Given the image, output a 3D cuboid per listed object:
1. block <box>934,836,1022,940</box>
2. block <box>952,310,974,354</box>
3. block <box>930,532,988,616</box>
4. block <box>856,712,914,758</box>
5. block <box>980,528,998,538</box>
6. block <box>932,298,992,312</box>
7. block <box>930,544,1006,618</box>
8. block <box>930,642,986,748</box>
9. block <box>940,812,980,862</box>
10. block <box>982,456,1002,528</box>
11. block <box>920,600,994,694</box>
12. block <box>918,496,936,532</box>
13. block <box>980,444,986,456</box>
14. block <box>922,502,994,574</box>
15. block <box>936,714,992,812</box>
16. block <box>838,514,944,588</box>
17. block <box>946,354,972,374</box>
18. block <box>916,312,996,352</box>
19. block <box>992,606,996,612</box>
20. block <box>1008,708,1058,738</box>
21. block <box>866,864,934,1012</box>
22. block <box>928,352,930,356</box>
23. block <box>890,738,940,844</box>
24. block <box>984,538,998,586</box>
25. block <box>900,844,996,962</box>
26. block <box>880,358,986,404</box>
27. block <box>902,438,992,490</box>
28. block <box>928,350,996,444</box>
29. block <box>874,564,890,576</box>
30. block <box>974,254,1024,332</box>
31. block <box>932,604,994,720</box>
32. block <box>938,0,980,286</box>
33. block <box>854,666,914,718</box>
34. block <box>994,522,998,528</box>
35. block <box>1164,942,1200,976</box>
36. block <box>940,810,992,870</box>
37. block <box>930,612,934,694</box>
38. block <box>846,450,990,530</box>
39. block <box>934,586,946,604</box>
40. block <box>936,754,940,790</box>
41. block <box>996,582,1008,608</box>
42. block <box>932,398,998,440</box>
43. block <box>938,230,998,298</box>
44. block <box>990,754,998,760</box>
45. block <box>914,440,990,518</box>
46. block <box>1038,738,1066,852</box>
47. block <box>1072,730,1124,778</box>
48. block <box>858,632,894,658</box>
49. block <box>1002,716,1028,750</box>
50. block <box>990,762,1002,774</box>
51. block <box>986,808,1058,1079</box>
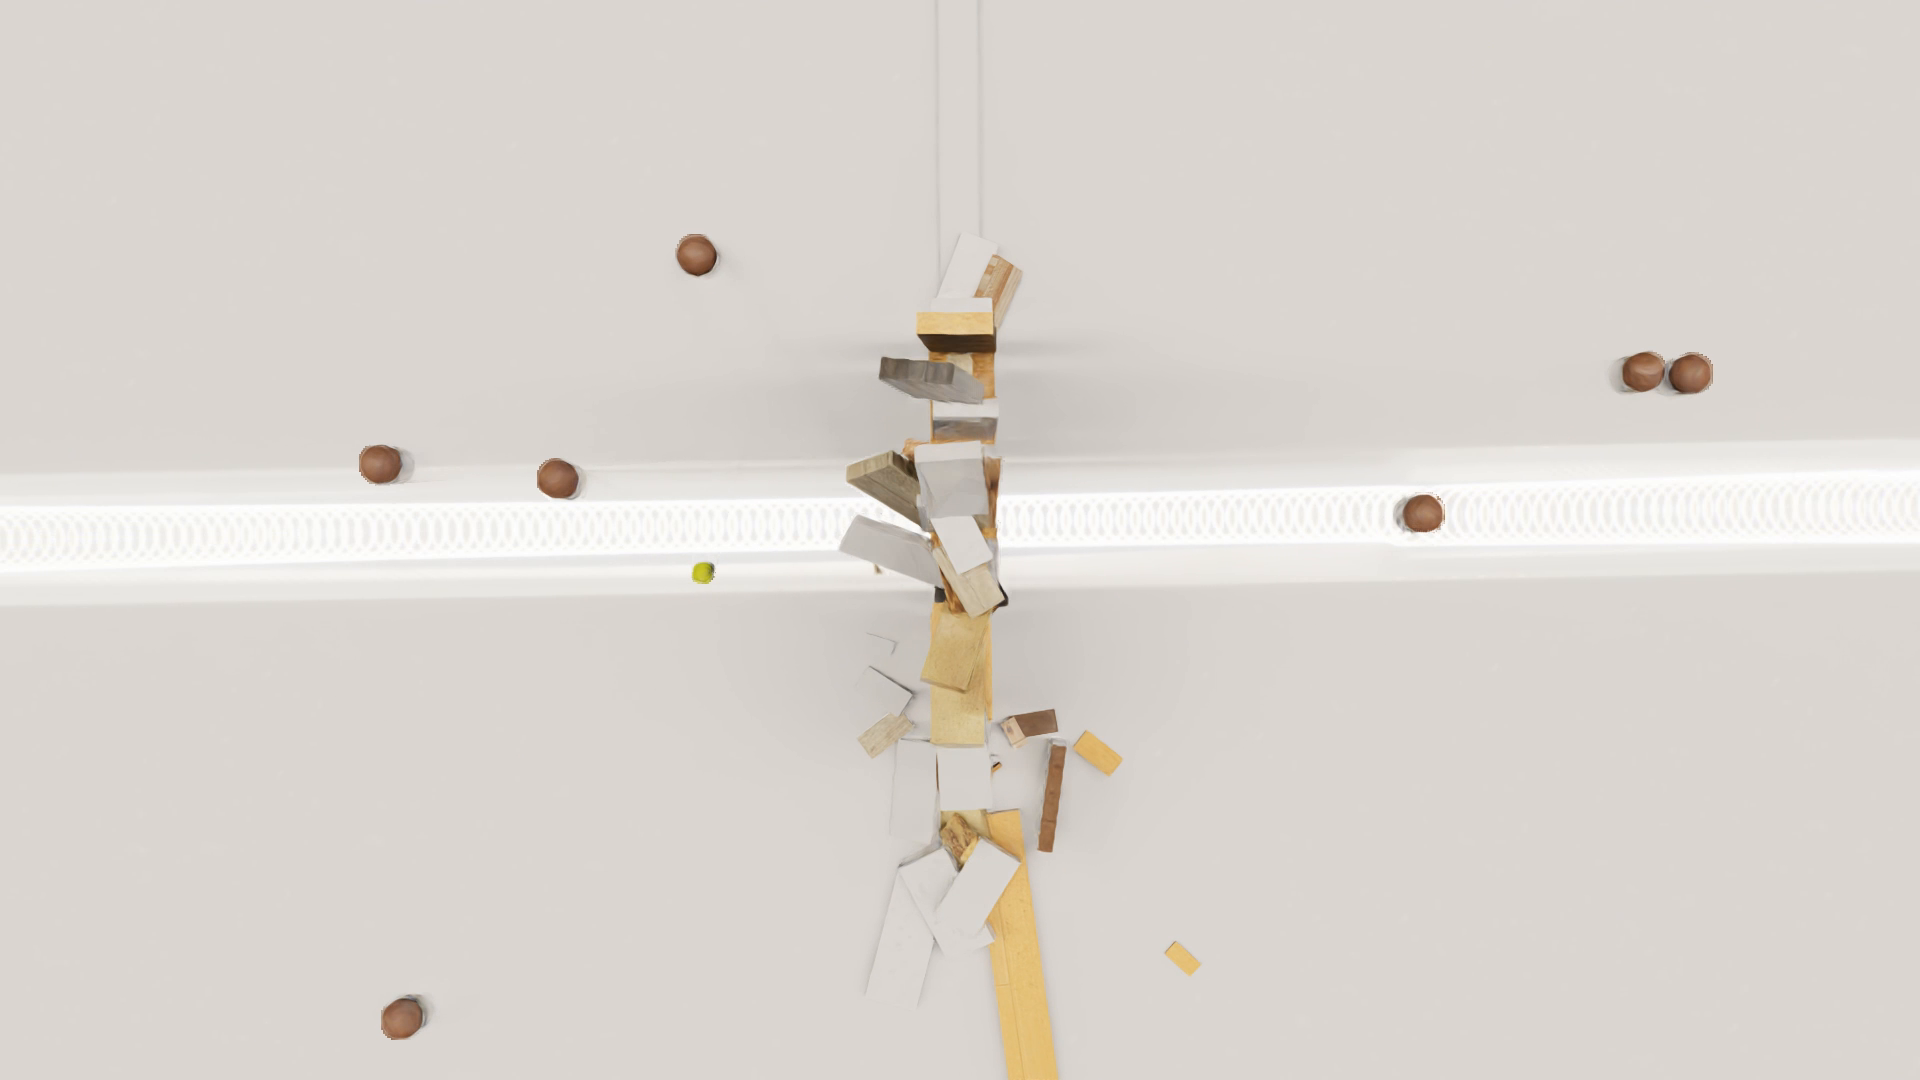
[{"bbox_3d":[0.058,1.124,5.339,0.149,0.042,0.298,32,98,5],"label":"block"},{"bbox_3d":[0.006,-0.534,4.238,0.054,0.015,0.109,1,93,1],"label":"block"},{"bbox_3d":[0.007,0.078,4.746,0.134,0.038,0.268,-14,58,-3],"label":"block"},{"bbox_3d":[-0.248,0.641,5.488,0.176,0.025,0.088,-37,90,0],"label":"block"},{"bbox_3d":[0.057,0.042,4.958,0.090,0.026,0.181,6,125,-1],"label":"block"},{"bbox_3d":[0.005,-0.524,4.774,0.174,0.049,0.348,0,90,0],"label":"block"},{"bbox_3d":[0.021,0.099,4.620,0.111,0.031,0.221,-31,97,-3],"label":"block"},{"bbox_3d":[-0.004,0.437,4.664,0.149,0.042,0.298,1,67,1],"label":"block"},{"bbox_3d":[0.000,0.960,5.336,0.025,0.175,0.088,33,93,-28],"label":"block"},{"bbox_3d":[0.063,-0.093,4.879,0.090,0.414,0.026,7,49,2],"label":"block"},{"bbox_3d":[-0.008,0.293,4.683,0.134,0.038,0.268,16,66,7],"label":"block"},{"bbox_3d":[-0.060,-0.076,4.691,0.111,0.221,0.031,-1,71,2],"label":"block"},{"bbox_3d":[0.002,-0.411,5.169,0.154,0.044,0.309,0,90,0],"label":"block"},{"bbox_3d":[-0.006,-0.027,4.570,0.111,0.031,0.221,-26,95,3],"label":"block"},{"bbox_3d":[0.011,0.640,4.739,0.149,0.042,0.298,-3,116,1],"label":"block"},{"bbox_3d":[-0.145,0.045,4.856,0.402,0.134,0.038,21,45,-15],"label":"block"},{"bbox_3d":[0.000,-0.409,4.219,0.064,0.018,0.128,-2,90,1],"label":"block"},{"bbox_3d":[-0.002,-0.493,3.940,0.171,0.583,0.048,0,93,2],"label":"block"},{"bbox_3d":[0.060,0.122,5.042,0.108,0.031,0.216,6,49,-2],"label":"block"},{"bbox_3d":[0.244,0.612,5.489,0.155,0.022,0.077,-9,90,0],"label":"block"},{"bbox_3d":[-0.173,1.317,5.476,0.173,0.049,0.451,15,90,0],"label":"block"},{"bbox_3d":[-0.001,-0.530,4.577,0.171,0.342,0.048,-3,87,0],"label":"block"},{"bbox_3d":[-0.138,0.827,5.439,0.162,0.046,0.324,5,90,30],"label":"block"},{"bbox_3d":[0.067,0.080,4.932,0.090,0.026,0.181,3,117,9],"label":"block"},{"bbox_3d":[-0.040,1.191,5.409,0.173,0.049,0.346,-28,90,12],"label":"block"},{"bbox_3d":[-0.061,-0.371,3.863,0.171,0.341,0.048,6,89,12],"label":"block"},{"bbox_3d":[-0.034,-0.201,4.607,0.160,0.320,0.045,16,82,20],"label":"block"},{"bbox_3d":[0.005,-0.425,4.381,0.171,0.048,0.342,-1,90,0],"label":"block"},{"bbox_3d":[-0.260,0.060,5.492,0.056,0.016,0.113,-1,90,0],"label":"block"},{"bbox_3d":[0.106,-0.797,5.441,0.036,0.128,0.256,24,90,44],"label":"block"},{"bbox_3d":[0.008,0.351,4.759,0.168,0.048,0.337,-1,78,0],"label":"block"},{"bbox_3d":[-0.003,-1.319,5.482,0.128,0.036,1.006,0,90,0],"label":"block"},{"bbox_3d":[-0.253,0.503,5.473,0.176,0.025,0.088,32,87,8],"label":"block"},{"bbox_3d":[0.055,-0.098,4.937,0.075,0.021,0.191,-10,127,11],"label":"block"},{"bbox_3d":[0.742,1.394,5.492,0.113,0.016,0.056,42,90,0],"label":"block"},{"bbox_3d":[0.025,0.999,5.439,0.162,0.046,0.324,-13,88,26],"label":"block"},{"bbox_3d":[-0.004,0.397,5.131,0.172,0.049,0.344,0,90,0],"label":"block"},{"bbox_3d":[-0.116,-0.121,4.719,0.160,0.478,0.045,-18,59,30],"label":"block"},{"bbox_3d":[0.006,0.238,5.030,0.168,0.498,0.048,0,118,0],"label":"block"},{"bbox_3d":[-0.004,0.597,4.823,0.132,0.037,0.265,-1,91,0],"label":"block"},{"bbox_3d":[0.056,0.129,5.136,0.108,0.282,0.031,-11,121,-12],"label":"block"},{"bbox_3d":[0.012,-0.306,4.195,0.160,0.320,0.045,0,84,-1],"label":"block"},{"bbox_3d":[0.022,-0.876,5.446,0.128,0.036,0.256,21,90,0],"label":"block"},{"bbox_3d":[0.077,0.723,5.475,0.099,0.049,0.014,-1,90,0],"label":"block"},{"bbox_3d":[-0.019,-0.157,4.378,0.171,0.341,0.048,-4,66,3],"label":"block"},{"bbox_3d":[0.303,0.837,5.412,0.049,0.173,0.346,8,90,4],"label":"block"},{"bbox_3d":[0.459,0.710,5.489,0.155,0.022,0.077,38,90,0],"label":"block"},{"bbox_3d":[-0.278,0.350,5.492,0.112,0.016,0.056,17,90,0],"label":"block"},{"bbox_3d":[0.180,0.641,5.471,0.050,0.014,0.099,-29,90,0],"label":"block"},{"bbox_3d":[0.094,0.773,5.475,0.099,0.050,0.014,-35,90,0],"label":"block"},{"bbox_3d":[0.183,1.374,5.477,0.162,0.046,0.947,-8,90,0],"label":"block"}]
